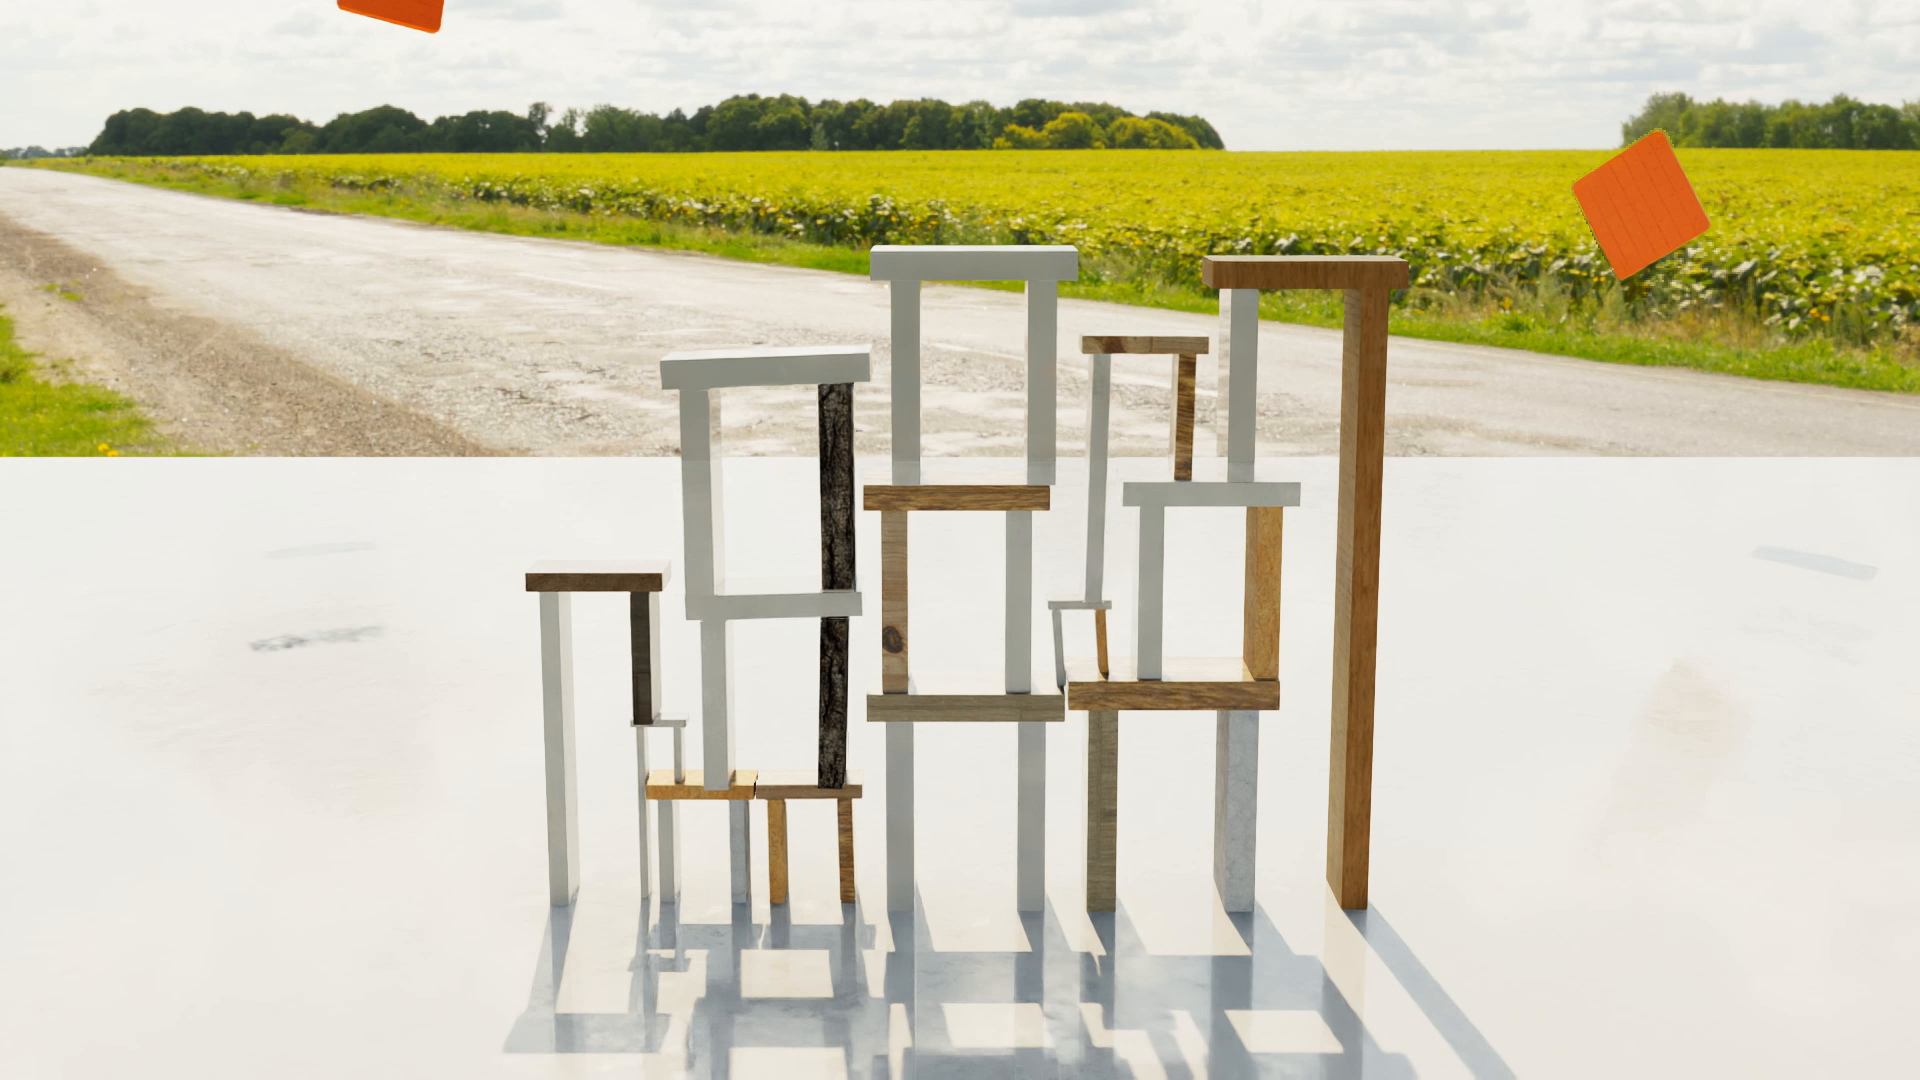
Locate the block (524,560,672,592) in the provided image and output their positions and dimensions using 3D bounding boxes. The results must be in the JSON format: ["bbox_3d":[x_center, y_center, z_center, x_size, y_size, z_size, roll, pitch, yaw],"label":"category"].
[{"bbox_3d":[-0.585,0.058,3.570,0.220,0.031,0.110,0,11,0],"label":"block"}]

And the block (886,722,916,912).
[{"bbox_3d":[-0.097,0.434,3.636,0.045,0.319,0.159,0,10,0],"label":"block"}]

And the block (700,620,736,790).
[{"bbox_3d":[-0.396,0.254,3.604,0.040,0.283,0.141,0,11,-1],"label":"block"}]

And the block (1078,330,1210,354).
[{"bbox_3d":[0.291,-0.315,3.497,0.199,0.028,0.099,0,11,0],"label":"block"}]

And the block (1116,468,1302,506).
[{"bbox_3d":[0.397,-0.085,3.541,0.281,0.040,0.140,0,11,0],"label":"block"}]

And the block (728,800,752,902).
[{"bbox_3d":[-0.365,0.503,3.655,0.025,0.176,0.088,0,11,0],"label":"block"}]

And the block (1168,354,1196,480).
[{"bbox_3d":[0.355,-0.202,3.518,0.028,0.199,0.099,1,11,0],"label":"block"}]

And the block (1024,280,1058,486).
[{"bbox_3d":[0.128,-0.259,3.516,0.046,0.321,0.161,0,10,0],"label":"block"}]

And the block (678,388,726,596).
[{"bbox_3d":[-0.414,-0.087,3.542,0.046,0.327,0.163,0,10,0],"label":"block"}]

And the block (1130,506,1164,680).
[{"bbox_3d":[0.304,0.073,3.570,0.040,0.281,0.140,0,11,0],"label":"block"}]

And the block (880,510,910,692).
[{"bbox_3d":[-0.104,0.086,3.579,0.042,0.296,0.148,0,10,0],"label":"block"}]

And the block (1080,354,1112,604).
[{"bbox_3d":[0.218,-0.105,3.536,0.028,0.400,0.099,1,11,-1],"label":"block"}]

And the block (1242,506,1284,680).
[{"bbox_3d":[0.491,0.073,3.570,0.040,0.281,0.140,0,11,0],"label":"block"}]

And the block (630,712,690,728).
[{"bbox_3d":[-0.493,0.295,3.614,0.092,0.013,0.046,0,11,0],"label":"block"}]

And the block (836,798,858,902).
[{"bbox_3d":[-0.188,0.502,3.659,0.025,0.176,0.088,-1,11,0],"label":"block"}]

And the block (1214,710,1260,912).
[{"bbox_3d":[0.456,0.424,3.636,0.048,0.338,0.169,0,11,0],"label":"block"}]

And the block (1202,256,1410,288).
[{"bbox_3d":[0.543,-0.424,3.480,0.303,0.043,0.152,0,11,0],"label":"block"}]

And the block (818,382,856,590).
[{"bbox_3d":[-0.197,-0.095,3.543,0.046,0.327,0.163,-1,9,1],"label":"block"}]

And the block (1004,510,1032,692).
[{"bbox_3d":[0.093,0.086,3.580,0.042,0.296,0.148,0,10,0],"label":"block"}]

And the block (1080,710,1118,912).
[{"bbox_3d":[0.230,0.424,3.636,0.048,0.338,0.169,0,11,0],"label":"block"}]

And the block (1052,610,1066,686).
[{"bbox_3d":[0.160,0.170,3.587,0.015,0.127,0.052,-4,11,1],"label":"block"}]

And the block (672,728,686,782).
[{"bbox_3d":[-0.462,0.347,3.623,0.013,0.092,0.046,0,11,0],"label":"block"}]

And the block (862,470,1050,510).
[{"bbox_3d":[-0.005,-0.080,3.549,0.296,0.042,0.148,0,10,0],"label":"block"}]

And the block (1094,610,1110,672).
[{"bbox_3d":[0.231,0.159,3.585,0.015,0.104,0.052,-4,11,1],"label":"block"}]

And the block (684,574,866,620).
[{"bbox_3d":[-0.297,0.092,3.571,0.283,0.040,0.141,-1,11,0],"label":"block"}]

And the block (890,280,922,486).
[{"bbox_3d":[-0.085,-0.259,3.515,0.046,0.321,0.161,0,10,0],"label":"block"}]

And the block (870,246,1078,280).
[{"bbox_3d":[0.022,-0.439,3.481,0.321,0.046,0.161,0,10,0],"label":"block"}]

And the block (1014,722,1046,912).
[{"bbox_3d":[0.115,0.434,3.636,0.045,0.319,0.159,0,10,0],"label":"block"}]

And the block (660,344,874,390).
[{"bbox_3d":[-0.305,-0.277,3.514,0.327,0.046,0.163,-2,9,-1],"label":"block"}]

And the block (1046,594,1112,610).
[{"bbox_3d":[0.193,0.100,3.573,0.104,0.015,0.052,-1,11,-2],"label":"block"}]

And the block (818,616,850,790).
[{"bbox_3d":[-0.207,0.251,3.609,0.040,0.284,0.141,2,12,-1],"label":"block"}]

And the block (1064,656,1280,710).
[{"bbox_3d":[0.343,0.234,3.601,0.338,0.048,0.169,0,11,0],"label":"block"}]

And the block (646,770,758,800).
[{"bbox_3d":[-0.425,0.404,3.635,0.176,0.025,0.088,0,11,0],"label":"block"}]

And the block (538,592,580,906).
[{"bbox_3d":[-0.658,0.332,3.621,0.031,0.526,0.110,0,11,0],"label":"block"}]

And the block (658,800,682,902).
[{"bbox_3d":[-0.483,0.503,3.654,0.025,0.176,0.088,0,11,0],"label":"block"}]

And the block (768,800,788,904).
[{"bbox_3d":[-0.302,0.504,3.651,0.025,0.176,0.088,-1,11,0],"label":"block"}]

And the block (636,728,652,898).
[{"bbox_3d":[-0.523,0.446,3.642,0.013,0.293,0.046,0,11,0],"label":"block"}]

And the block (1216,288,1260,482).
[{"bbox_3d":[0.442,-0.254,3.511,0.043,0.303,0.152,0,11,0],"label":"block"}]

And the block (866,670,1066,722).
[{"bbox_3d":[0.009,0.255,3.603,0.319,0.045,0.159,0,10,0],"label":"block"}]

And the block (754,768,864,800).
[{"bbox_3d":[-0.248,0.404,3.640,0.176,0.025,0.088,0,11,-1],"label":"block"}]

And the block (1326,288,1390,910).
[{"bbox_3d":[0.644,0.093,3.576,0.043,1.010,0.152,0,11,0],"label":"block"}]

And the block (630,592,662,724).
[{"bbox_3d":[-0.513,0.181,3.592,0.031,0.220,0.110,0,11,1],"label":"block"}]
